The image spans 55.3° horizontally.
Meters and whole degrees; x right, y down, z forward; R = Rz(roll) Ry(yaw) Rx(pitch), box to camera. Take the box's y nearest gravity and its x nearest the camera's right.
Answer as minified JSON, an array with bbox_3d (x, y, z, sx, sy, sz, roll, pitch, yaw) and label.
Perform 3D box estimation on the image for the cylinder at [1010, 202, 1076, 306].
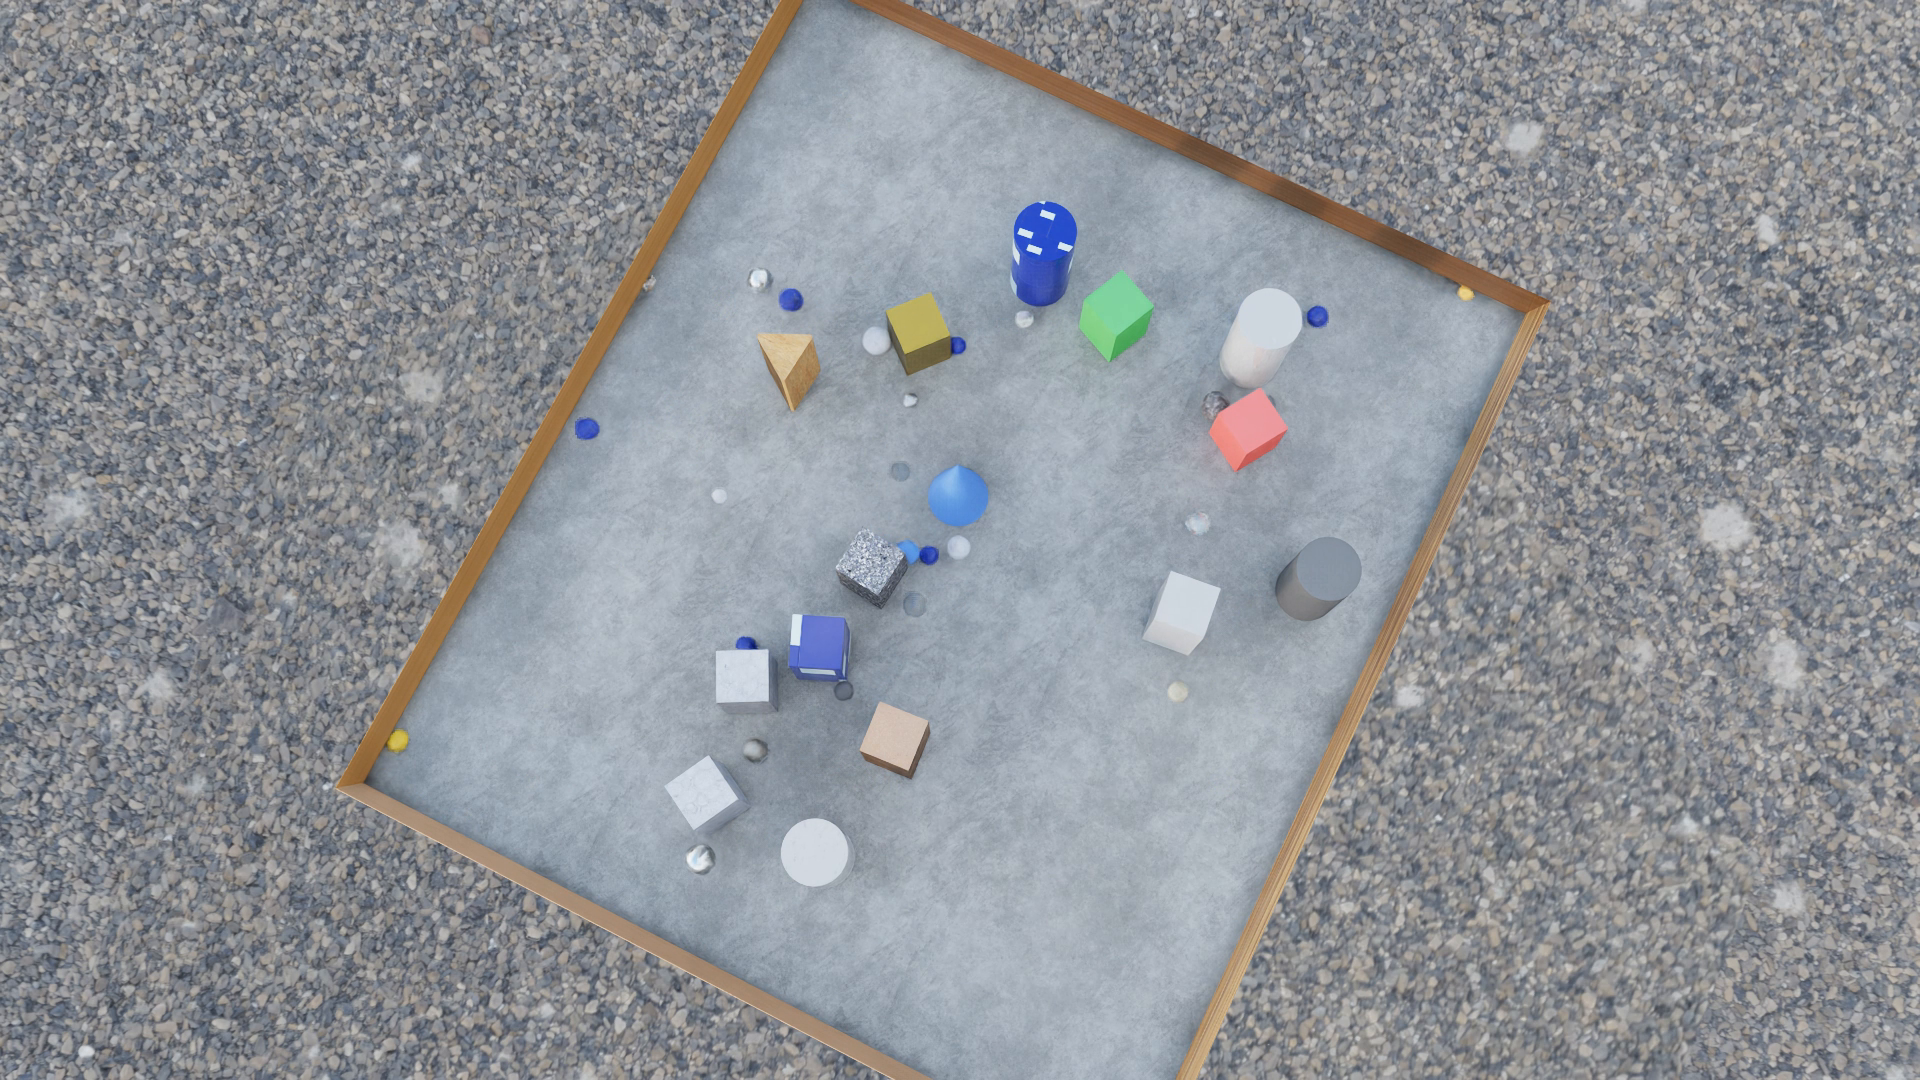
[{"bbox_3d":[0.251,-0.867,5.588,0.187,0.407,0.187,0,78,0],"label":"cylinder"}]

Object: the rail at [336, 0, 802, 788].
[{"bbox_3d":[-1.139,-0.551,5.667,0.045,0.121,2.965,26,80,5],"label":"rail"}]

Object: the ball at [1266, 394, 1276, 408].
[{"bbox_3d":[0.942,-0.417,5.668,0.067,0.067,0.067,0,78,0],"label":"ball"}]

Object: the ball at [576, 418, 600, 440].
[{"bbox_3d":[-1.147,-0.342,5.653,0.067,0.067,0.067,0,78,0],"label":"ball"}]

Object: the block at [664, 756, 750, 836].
[{"bbox_3d":[-0.724,0.740,5.290,0.149,0.339,0.149,-35,80,-7],"label":"block"}]

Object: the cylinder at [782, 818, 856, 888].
[{"bbox_3d":[-0.403,0.901,5.253,0.187,0.346,0.187,0,78,0],"label":"cylinder"}]

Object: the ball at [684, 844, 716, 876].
[{"bbox_3d":[-0.762,0.937,5.375,0.093,0.093,0.093,0,78,0],"label":"ball"}]

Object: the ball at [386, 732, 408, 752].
[{"bbox_3d":[-1.676,0.601,5.460,0.064,0.064,0.064,0,78,0],"label":"ball"}]

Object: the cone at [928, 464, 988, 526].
[{"bbox_3d":[-0.005,-0.175,5.444,0.187,0.407,0.187,0,78,0],"label":"cone"}]

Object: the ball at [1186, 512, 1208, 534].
[{"bbox_3d":[0.724,-0.051,5.592,0.069,0.069,0.069,0,78,0],"label":"ball"}]

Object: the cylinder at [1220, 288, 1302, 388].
[{"bbox_3d":[0.904,-0.604,5.536,0.187,0.401,0.187,0,78,0],"label":"cylinder"}]

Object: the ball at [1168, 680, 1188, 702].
[{"bbox_3d":[0.655,0.452,5.491,0.062,0.062,0.062,0,78,0],"label":"ball"}]

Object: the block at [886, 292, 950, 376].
[{"bbox_3d":[-0.127,-0.631,5.631,0.149,0.228,0.149,-23,79,-5],"label":"block"}]

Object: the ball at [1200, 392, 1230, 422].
[{"bbox_3d":[0.787,-0.412,5.655,0.091,0.091,0.091,0,78,0],"label":"ball"}]

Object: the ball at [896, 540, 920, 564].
[{"bbox_3d":[-0.160,0.036,5.572,0.073,0.073,0.073,0,78,0],"label":"ball"}]

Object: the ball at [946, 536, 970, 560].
[{"bbox_3d":[-0.004,0.024,5.575,0.072,0.072,0.072,0,78,0],"label":"ball"}]

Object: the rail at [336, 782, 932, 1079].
[{"bbox_3d":[-0.652,1.284,5.288,2.594,0.121,0.045,26,80,5],"label":"rail"}]

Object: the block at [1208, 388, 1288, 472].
[{"bbox_3d":[0.874,-0.332,5.569,0.149,0.227,0.149,-31,80,-6],"label":"block"}]

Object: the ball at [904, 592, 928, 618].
[{"bbox_3d":[-0.135,0.197,5.538,0.074,0.074,0.074,0,78,0],"label":"ball"}]

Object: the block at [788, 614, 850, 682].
[{"bbox_3d":[-0.410,0.322,5.396,0.149,0.302,0.149,4,78,1],"label":"block"}]

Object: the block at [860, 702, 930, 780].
[{"bbox_3d":[-0.185,0.585,5.319,0.149,0.346,0.149,22,79,4],"label":"block"}]

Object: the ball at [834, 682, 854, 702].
[{"bbox_3d":[-0.348,0.453,5.492,0.060,0.060,0.060,0,78,0],"label":"ball"}]

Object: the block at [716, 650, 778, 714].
[{"bbox_3d":[-0.623,0.418,5.385,0.149,0.285,0.149,-2,78,0],"label":"block"}]

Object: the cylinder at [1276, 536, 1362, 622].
[{"bbox_3d":[1.054,0.119,5.407,0.187,0.361,0.187,0,78,0],"label":"cylinder"}]

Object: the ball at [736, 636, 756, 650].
[{"bbox_3d":[-0.644,0.322,5.518,0.063,0.063,0.063,0,78,0],"label":"ball"}]

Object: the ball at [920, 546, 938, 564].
[{"bbox_3d":[-0.096,0.046,5.578,0.057,0.057,0.057,0,78,0],"label":"ball"}]

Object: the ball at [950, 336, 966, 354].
[{"bbox_3d":[-0.009,-0.607,5.714,0.055,0.055,0.055,0,78,0],"label":"ball"}]

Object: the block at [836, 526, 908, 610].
[{"bbox_3d":[-0.262,0.085,5.472,0.149,0.248,0.149,32,80,6],"label":"block"}]

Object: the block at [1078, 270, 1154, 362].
[{"bbox_3d":[0.477,-0.684,5.623,0.149,0.264,0.149,-39,81,-7],"label":"block"}]

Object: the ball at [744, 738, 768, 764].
[{"bbox_3d":[-0.606,0.627,5.450,0.072,0.072,0.072,0,78,0],"label":"ball"}]

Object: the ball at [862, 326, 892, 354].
[{"bbox_3d":[-0.259,-0.622,5.699,0.090,0.090,0.090,0,78,0],"label":"ball"}]

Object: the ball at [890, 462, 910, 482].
[{"bbox_3d":[-0.184,-0.208,5.628,0.061,0.061,0.061,0,78,0],"label":"ball"}]

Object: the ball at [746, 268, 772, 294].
[{"bbox_3d":[-0.627,-0.812,5.743,0.081,0.081,0.081,0,78,0],"label":"ball"}]

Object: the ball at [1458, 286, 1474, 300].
[{"bbox_3d":[1.588,-0.777,5.753,0.047,0.047,0.047,0,78,0],"label":"ball"}]

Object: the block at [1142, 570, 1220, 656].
[{"bbox_3d":[0.646,0.219,5.383,0.149,0.368,0.149,20,79,4],"label":"block"}]

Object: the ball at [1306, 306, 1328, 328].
[{"bbox_3d":[1.117,-0.698,5.727,0.067,0.067,0.067,0,78,0],"label":"ball"}]

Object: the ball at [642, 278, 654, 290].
[{"bbox_3d":[-0.981,-0.805,5.761,0.043,0.043,0.043,0,78,0],"label":"ball"}]

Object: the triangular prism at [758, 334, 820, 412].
[{"bbox_3d":[-0.538,-0.536,5.558,0.140,0.332,0.162,31,80,6],"label":"triangular prism"}]

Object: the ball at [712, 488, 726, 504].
[{"bbox_3d":[-0.738,-0.135,5.621,0.045,0.045,0.045,0,78,0],"label":"ball"}]

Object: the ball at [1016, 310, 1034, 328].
[{"bbox_3d":[0.204,-0.691,5.732,0.054,0.054,0.054,0,78,0],"label":"ball"}]

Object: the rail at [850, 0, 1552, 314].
[{"bbox_3d":[0.652,-1.271,5.816,2.594,0.121,0.045,26,80,5],"label":"rail"}]

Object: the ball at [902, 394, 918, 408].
[{"bbox_3d":[-0.154,-0.432,5.682,0.046,0.046,0.046,0,78,0],"label":"ball"}]

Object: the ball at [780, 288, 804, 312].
[{"bbox_3d":[-0.527,-0.750,5.733,0.074,0.074,0.074,0,78,0],"label":"ball"}]

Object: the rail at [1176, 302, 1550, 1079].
[{"bbox_3d":[1.139,0.564,5.437,0.045,0.121,2.965,26,80,5],"label":"rail"}]
